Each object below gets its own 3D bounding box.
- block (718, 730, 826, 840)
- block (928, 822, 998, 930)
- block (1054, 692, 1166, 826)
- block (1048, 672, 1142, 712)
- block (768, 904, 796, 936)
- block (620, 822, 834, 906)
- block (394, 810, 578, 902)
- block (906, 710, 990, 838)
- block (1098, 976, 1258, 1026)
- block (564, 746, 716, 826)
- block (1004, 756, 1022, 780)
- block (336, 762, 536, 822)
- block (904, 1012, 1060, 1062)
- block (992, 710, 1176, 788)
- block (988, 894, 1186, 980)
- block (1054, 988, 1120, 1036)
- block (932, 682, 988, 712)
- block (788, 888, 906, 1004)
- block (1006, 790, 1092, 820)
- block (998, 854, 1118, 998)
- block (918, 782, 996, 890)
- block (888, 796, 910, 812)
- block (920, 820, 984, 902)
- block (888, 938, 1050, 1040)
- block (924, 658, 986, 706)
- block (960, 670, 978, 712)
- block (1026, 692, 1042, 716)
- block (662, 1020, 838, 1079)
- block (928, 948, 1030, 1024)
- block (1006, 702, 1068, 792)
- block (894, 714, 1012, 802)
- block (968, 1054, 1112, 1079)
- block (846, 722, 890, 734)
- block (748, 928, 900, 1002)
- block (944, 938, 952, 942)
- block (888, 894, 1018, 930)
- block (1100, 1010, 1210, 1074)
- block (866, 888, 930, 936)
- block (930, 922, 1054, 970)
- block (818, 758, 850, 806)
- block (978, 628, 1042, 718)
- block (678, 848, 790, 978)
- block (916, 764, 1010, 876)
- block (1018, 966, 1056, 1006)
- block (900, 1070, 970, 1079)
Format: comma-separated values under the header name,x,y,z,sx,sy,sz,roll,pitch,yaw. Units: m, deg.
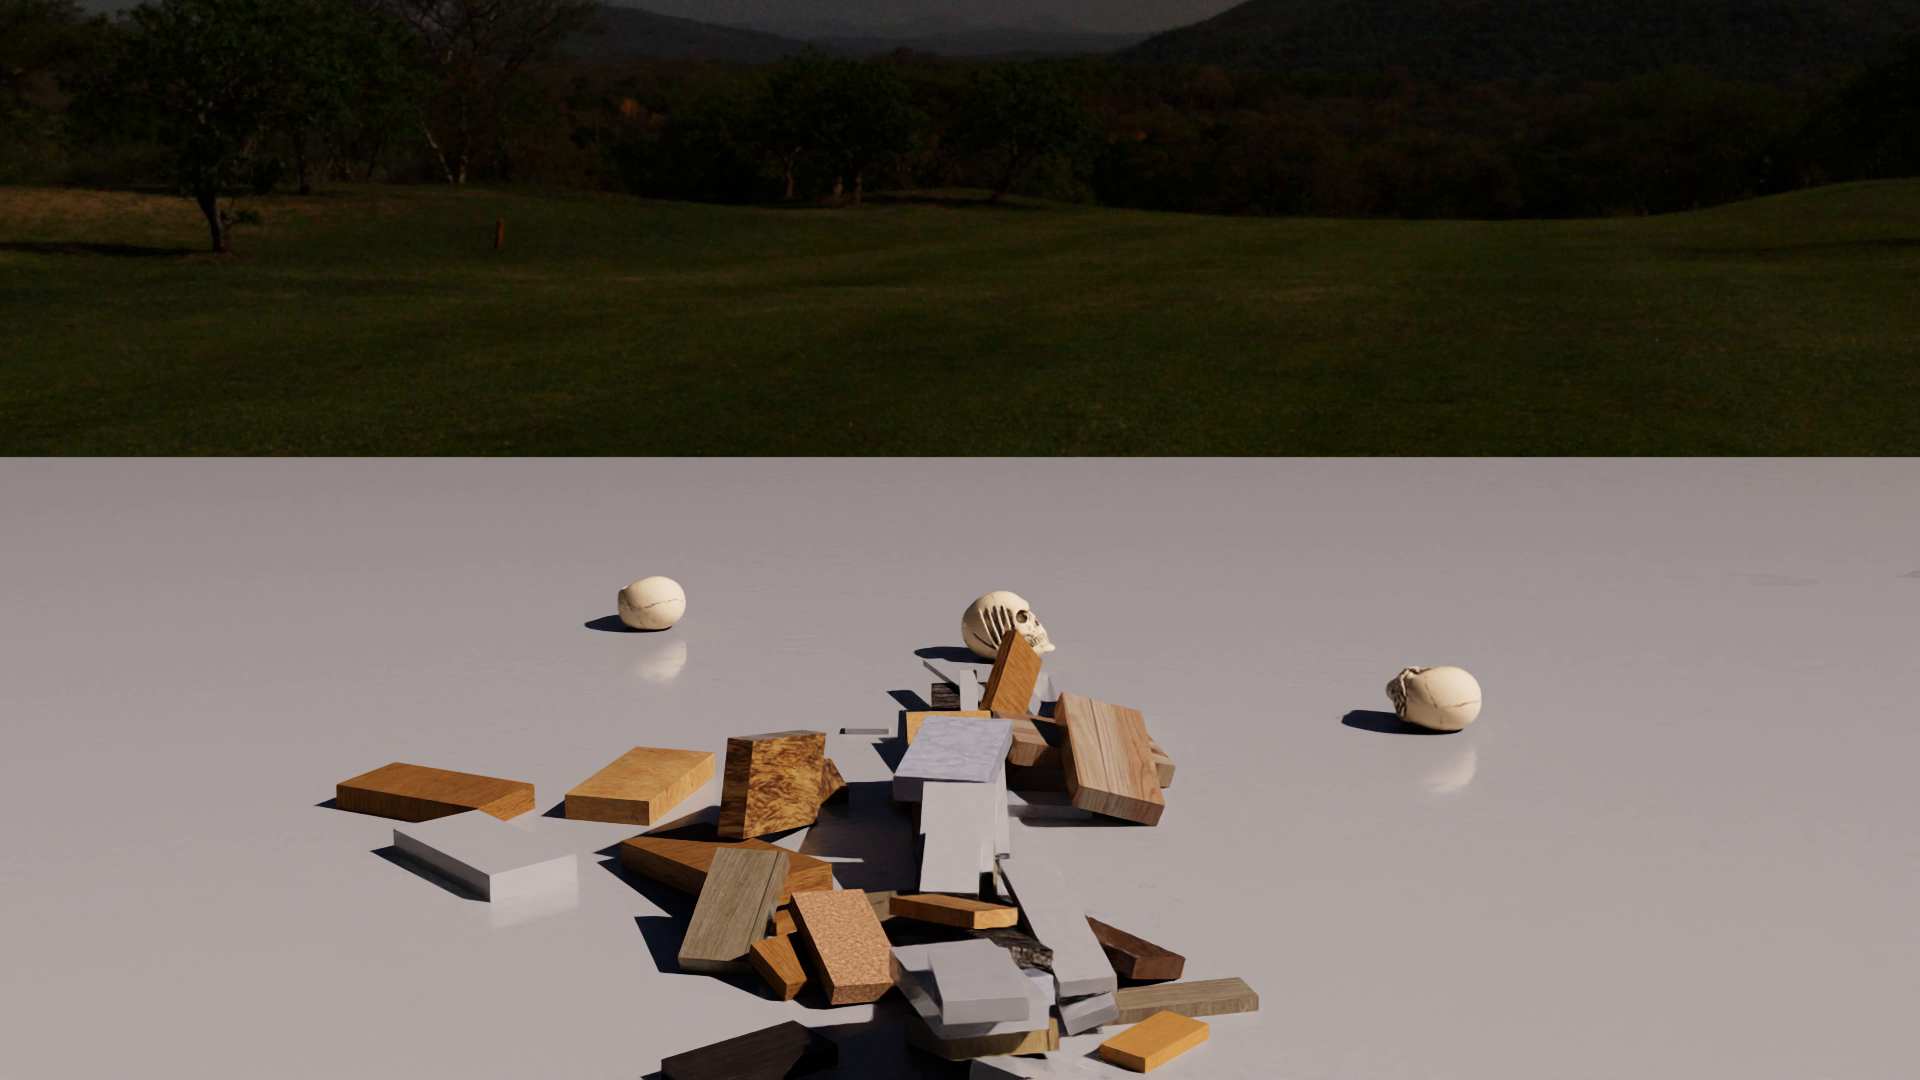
name,x,y,z,sx,sy,sz,roll,pitch,yaw
block,-0.329,0.429,3.893,0.047,0.167,0.334,6,0,18
block,-0.002,0.546,3.601,0.122,0.035,0.245,0,29,0
block,0.278,0.409,4.147,0.166,0.047,0.332,14,25,-11
block,0.280,0.343,4.618,0.165,0.047,0.329,0,11,-2
block,-0.321,0.599,3.556,0.169,0.024,0.085,10,14,43
block,-0.396,0.545,3.682,0.167,0.047,0.422,-9,8,-35
block,-0.823,0.542,3.798,0.166,0.047,0.332,-9,14,-41
block,-0.014,0.432,4.085,0.161,0.046,0.322,-1,32,-4
block,0.306,0.669,3.186,0.241,0.022,0.077,-3,11,-14
block,-0.606,0.467,4.200,0.167,0.047,0.334,3,11,14
block,0.078,0.437,4.225,0.058,0.016,0.115,18,37,34
block,-0.984,0.481,4.127,0.332,0.047,0.166,5,12,26
block,0.025,0.659,2.953,0.143,0.040,0.285,-3,-7,-14
block,0.237,0.406,4.279,0.329,0.047,0.165,11,14,-18
block,0.190,0.606,3.369,0.115,0.033,0.310,11,3,-45
block,0.177,0.655,3.157,0.077,0.022,0.154,-20,15,-1
block,0.001,0.350,4.678,0.121,0.034,0.243,-1,10,-1
block,-0.168,0.605,3.289,0.115,0.033,0.230,1,27,-22
block,0.162,0.495,4.113,0.174,0.025,0.087,1,11,5
block,0.143,0.575,3.313,0.085,0.024,0.428,-5,16,-10
block,-0.004,0.487,3.637,0.122,0.035,0.245,1,29,1
block,-0.072,0.491,4.158,0.115,0.016,0.058,-6,12,-29
block,-0.012,0.517,3.520,0.092,0.026,0.184,2,29,3
block,0.007,0.591,2.911,0.143,0.040,0.285,-3,6,-15
block,0.007,0.311,4.759,0.046,0.013,0.428,-4,11,-18
block,0.018,0.368,4.388,0.034,0.121,0.243,-1,23,-1
block,0.113,0.371,4.554,0.105,0.030,0.210,-36,0,7
block,-0.283,0.705,2.968,0.213,0.030,0.107,-8,13,-38
block,0.021,0.566,2.801,0.107,0.030,0.213,-2,6,-6
block,0.192,0.417,4.473,0.165,0.047,0.499,3,11,13
block,-0.009,0.390,3.925,0.161,0.046,0.322,2,15,9
block,0.167,0.700,2.721,0.290,0.041,0.145,10,-1,40
block,-0.195,0.400,4.657,0.093,0.013,0.046,0,11,2
block,-0.199,0.626,3.307,0.213,0.030,0.107,-8,31,-36
block,0.000,0.615,3.367,0.046,0.013,0.092,1,-3,2
block,-0.011,0.563,3.337,0.092,0.026,0.184,4,-3,-45
block,0.270,0.694,3.047,0.077,0.022,0.154,9,14,39
block,-0.134,0.592,3.473,0.169,0.024,0.085,-6,29,3
block,0.042,0.593,3.278,0.092,0.026,0.359,8,-3,-14
block,-0.284,0.468,4.246,0.105,0.030,0.210,-2,11,-13
block,0.102,0.294,4.430,0.030,0.105,0.210,-12,41,33
block,-0.347,0.572,3.396,0.115,0.033,0.230,2,38,11
block,0.002,0.481,3.890,0.161,0.046,0.322,0,27,-1
block,0.025,0.632,3.141,0.143,0.040,0.285,-3,-4,-15
block,-0.002,0.771,2.582,0.145,0.041,0.616,0,11,-1
